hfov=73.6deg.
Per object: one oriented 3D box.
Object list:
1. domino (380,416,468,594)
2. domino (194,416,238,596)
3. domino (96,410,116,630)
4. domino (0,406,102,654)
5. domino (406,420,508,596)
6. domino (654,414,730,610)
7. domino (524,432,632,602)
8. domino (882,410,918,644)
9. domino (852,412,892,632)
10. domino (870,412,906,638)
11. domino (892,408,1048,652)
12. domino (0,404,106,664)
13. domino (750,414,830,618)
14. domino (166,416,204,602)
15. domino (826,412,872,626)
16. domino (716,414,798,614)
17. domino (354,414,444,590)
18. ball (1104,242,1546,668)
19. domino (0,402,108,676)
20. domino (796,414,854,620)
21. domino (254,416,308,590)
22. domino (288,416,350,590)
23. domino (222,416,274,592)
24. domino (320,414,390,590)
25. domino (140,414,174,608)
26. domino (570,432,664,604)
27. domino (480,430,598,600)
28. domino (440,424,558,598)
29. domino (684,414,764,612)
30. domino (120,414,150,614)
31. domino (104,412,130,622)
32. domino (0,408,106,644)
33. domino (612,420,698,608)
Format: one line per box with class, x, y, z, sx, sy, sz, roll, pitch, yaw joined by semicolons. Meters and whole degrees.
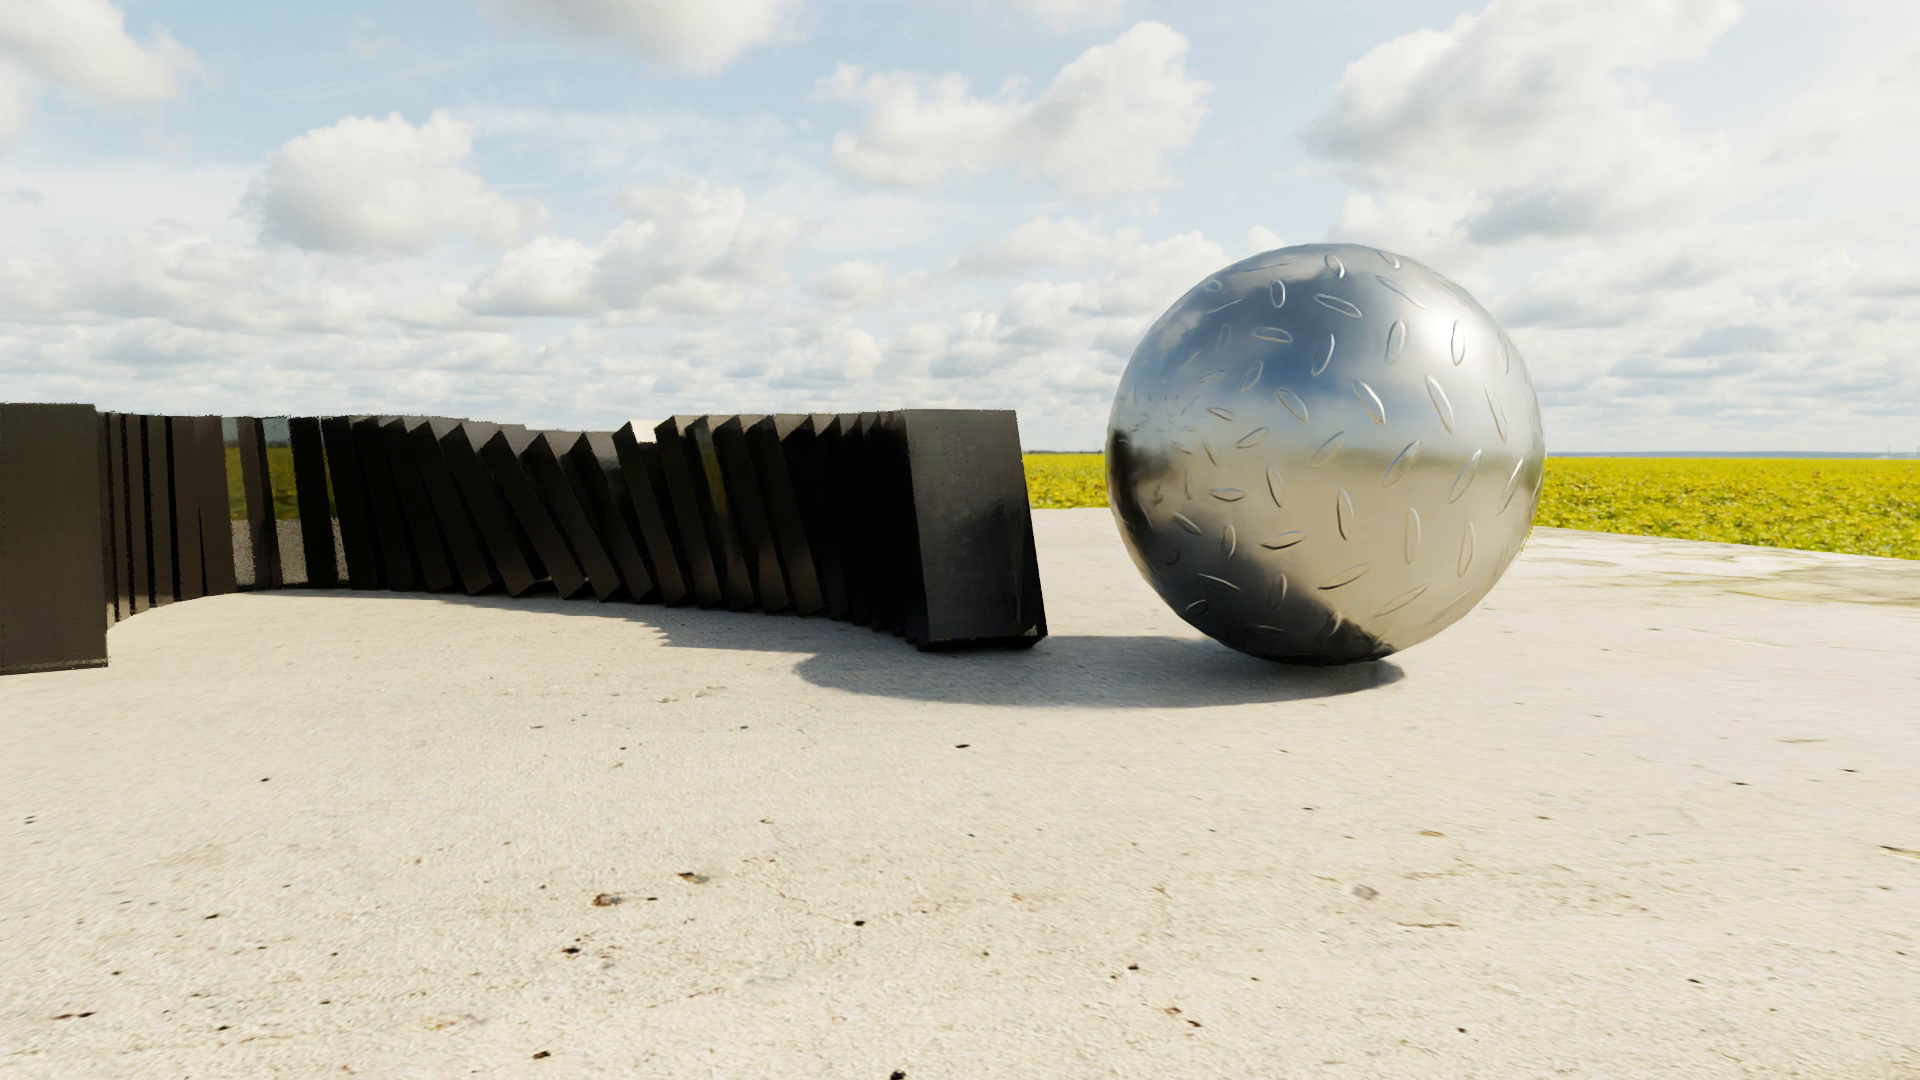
domino;-0.150;-0.011;0.376;0.009;0.050;0.025;-20;-4;23
domino;-0.220;-0.010;0.363;0.025;0.050;0.010;2;8;20
domino;-0.208;-0.004;0.291;0.025;0.050;0.010;-2;5;-25
domino;-0.193;-0.002;0.265;0.025;0.050;0.010;-3;5;-34
domino;-0.138;-0.010;0.370;0.009;0.050;0.025;-26;-6;23
domino;-0.062;-0.008;0.340;0.009;0.050;0.025;-24;-12;39
domino;-0.099;-0.007;0.358;0.009;0.050;0.025;-39;-16;28
domino;-0.001;-0.003;0.279;0.025;0.050;0.009;-1;-18;-18
domino;-0.010;-0.005;0.298;0.025;0.050;0.009;-1;-18;-18
domino;-0.004;-0.004;0.289;0.025;0.050;0.010;-1;-18;-18
domino;0.002;-0.003;0.269;0.025;0.050;0.010;-1;-18;-18
domino;-0.184;-0.001;0.252;0.025;0.050;0.010;-3;5;-36
domino;-0.035;-0.007;0.325;0.010;0.050;0.025;-24;-12;39
domino;-0.222;-0.009;0.349;0.025;0.050;0.010;0;5;3
domino;-0.015;-0.006;0.308;0.025;0.050;0.010;-2;-18;-25
domino;-0.044;-0.007;0.330;0.010;0.050;0.025;-24;-12;39
domino;-0.161;-0.011;0.381;0.009;0.050;0.025;-14;-1;23
ball;0.068;-0.016;0.245;0.080;0.080;0.080;0;4;0
domino;-0.176;0.000;0.240;0.025;0.050;0.009;-3;5;-34
domino;-0.023;-0.006;0.318;0.025;0.050;0.010;-3;-17;-33
domino;-0.202;-0.012;0.385;0.009;0.050;0.025;-6;6;-18
domino;-0.187;-0.012;0.386;0.010;0.050;0.025;-4;4;8
domino;-0.213;-0.011;0.376;0.010;0.050;0.025;-10;10;-44
domino;-0.174;-0.012;0.384;0.010;0.050;0.025;-9;2;15
domino;-0.222;-0.008;0.334;0.025;0.050;0.010;-1;4;-7
domino;-0.086;-0.007;0.354;0.025;0.050;0.010;-5;-30;-50
domino;-0.112;-0.008;0.363;0.009;0.050;0.025;-36;-11;22
domino;-0.126;-0.009;0.366;0.010;0.050;0.025;-30;-8;22
domino;-0.053;-0.008;0.335;0.010;0.050;0.025;-24;-12;39
domino;-0.219;-0.006;0.319;0.025;0.050;0.010;-1;4;-15
domino;-0.214;-0.005;0.305;0.025;0.050;0.010;-2;5;-20
domino;-0.201;-0.003;0.277;0.025;0.050;0.010;-3;5;-31
domino;-0.074;-0.008;0.346;0.009;0.050;0.025;-31;-17;37
